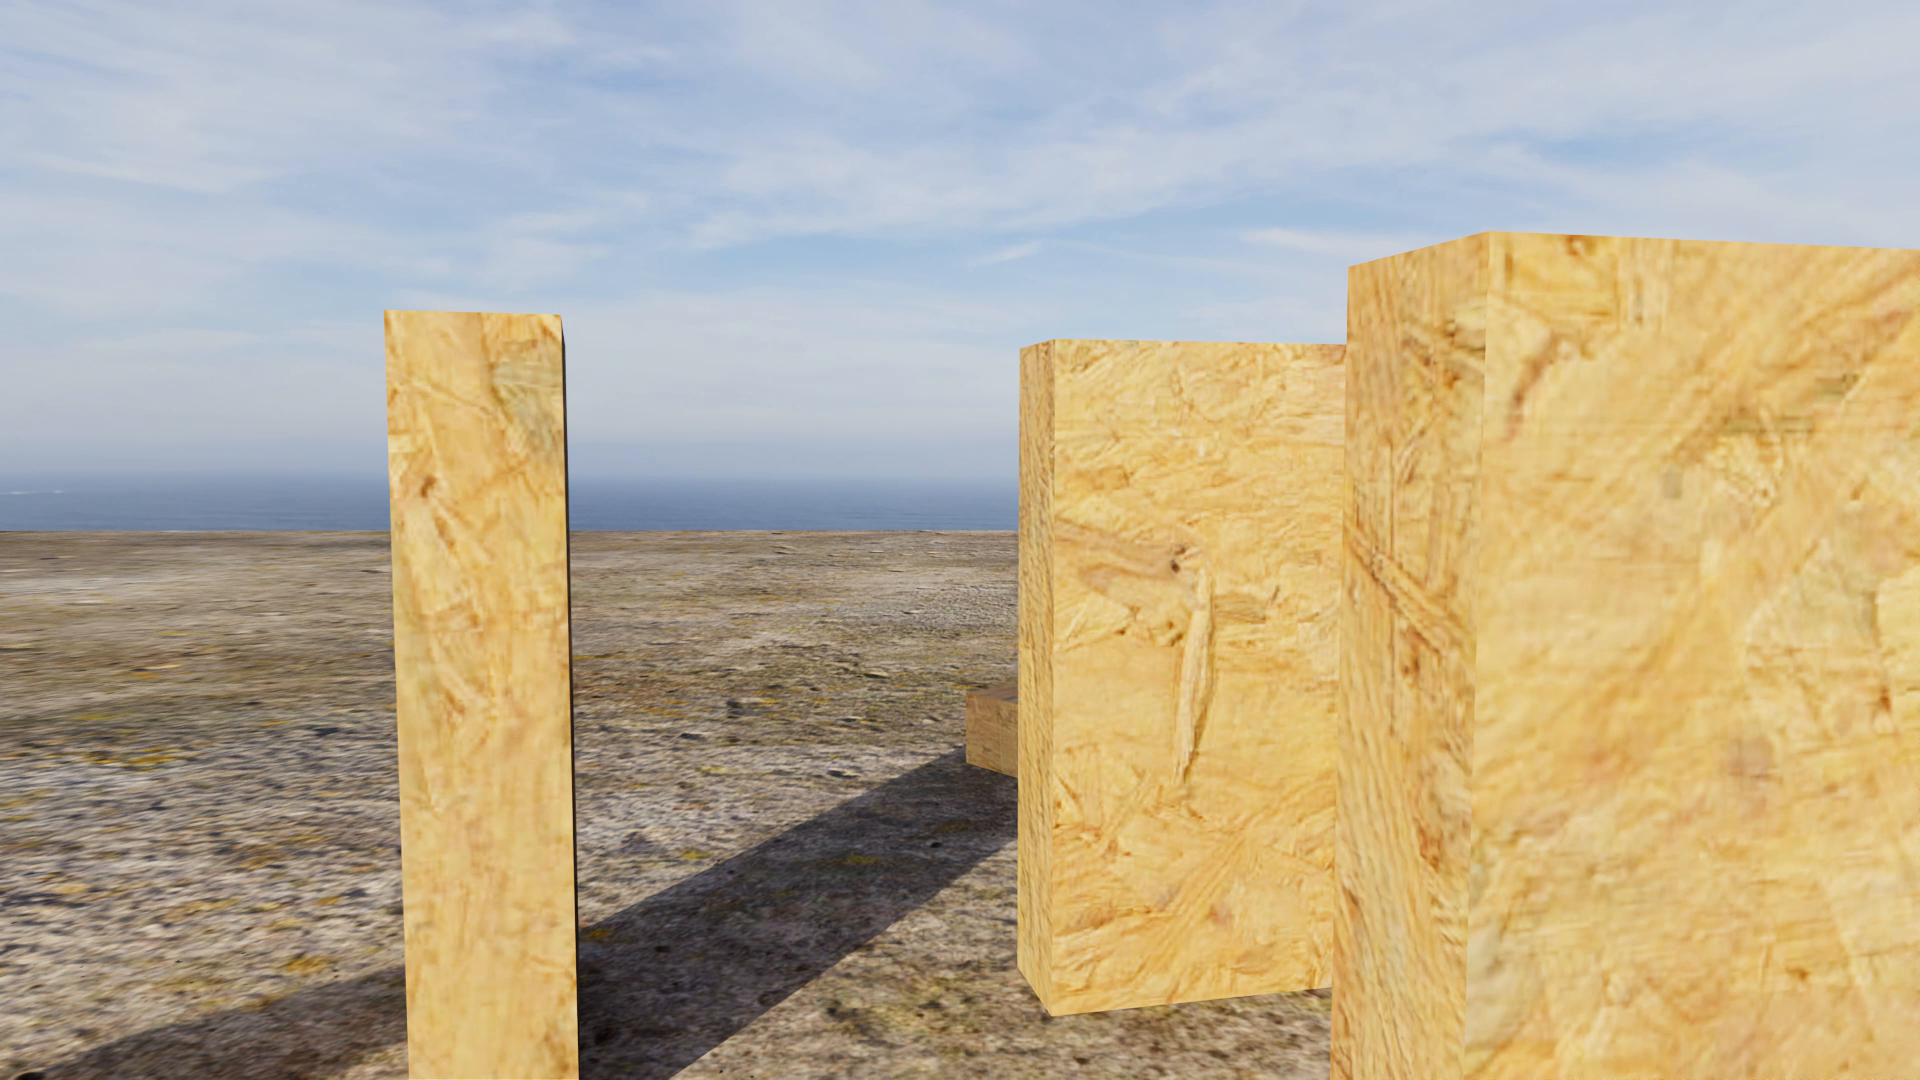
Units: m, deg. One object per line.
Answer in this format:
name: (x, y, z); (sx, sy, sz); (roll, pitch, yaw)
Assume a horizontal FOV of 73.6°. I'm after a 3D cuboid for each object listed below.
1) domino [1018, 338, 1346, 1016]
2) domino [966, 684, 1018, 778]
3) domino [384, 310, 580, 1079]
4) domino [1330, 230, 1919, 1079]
domino: (0.018, 0.010, 0.101); (0.025, 0.050, 0.009); (-1, 4, -13)
domino: (0.026, 0.026, 0.160); (0.025, 0.009, 0.050); (-4, 6, -39)
domino: (-0.031, 0.011, 0.087); (0.009, 0.050, 0.025); (-1, 4, -16)
domino: (0.030, 0.013, 0.055); (0.025, 0.050, 0.009); (-1, 4, -13)
